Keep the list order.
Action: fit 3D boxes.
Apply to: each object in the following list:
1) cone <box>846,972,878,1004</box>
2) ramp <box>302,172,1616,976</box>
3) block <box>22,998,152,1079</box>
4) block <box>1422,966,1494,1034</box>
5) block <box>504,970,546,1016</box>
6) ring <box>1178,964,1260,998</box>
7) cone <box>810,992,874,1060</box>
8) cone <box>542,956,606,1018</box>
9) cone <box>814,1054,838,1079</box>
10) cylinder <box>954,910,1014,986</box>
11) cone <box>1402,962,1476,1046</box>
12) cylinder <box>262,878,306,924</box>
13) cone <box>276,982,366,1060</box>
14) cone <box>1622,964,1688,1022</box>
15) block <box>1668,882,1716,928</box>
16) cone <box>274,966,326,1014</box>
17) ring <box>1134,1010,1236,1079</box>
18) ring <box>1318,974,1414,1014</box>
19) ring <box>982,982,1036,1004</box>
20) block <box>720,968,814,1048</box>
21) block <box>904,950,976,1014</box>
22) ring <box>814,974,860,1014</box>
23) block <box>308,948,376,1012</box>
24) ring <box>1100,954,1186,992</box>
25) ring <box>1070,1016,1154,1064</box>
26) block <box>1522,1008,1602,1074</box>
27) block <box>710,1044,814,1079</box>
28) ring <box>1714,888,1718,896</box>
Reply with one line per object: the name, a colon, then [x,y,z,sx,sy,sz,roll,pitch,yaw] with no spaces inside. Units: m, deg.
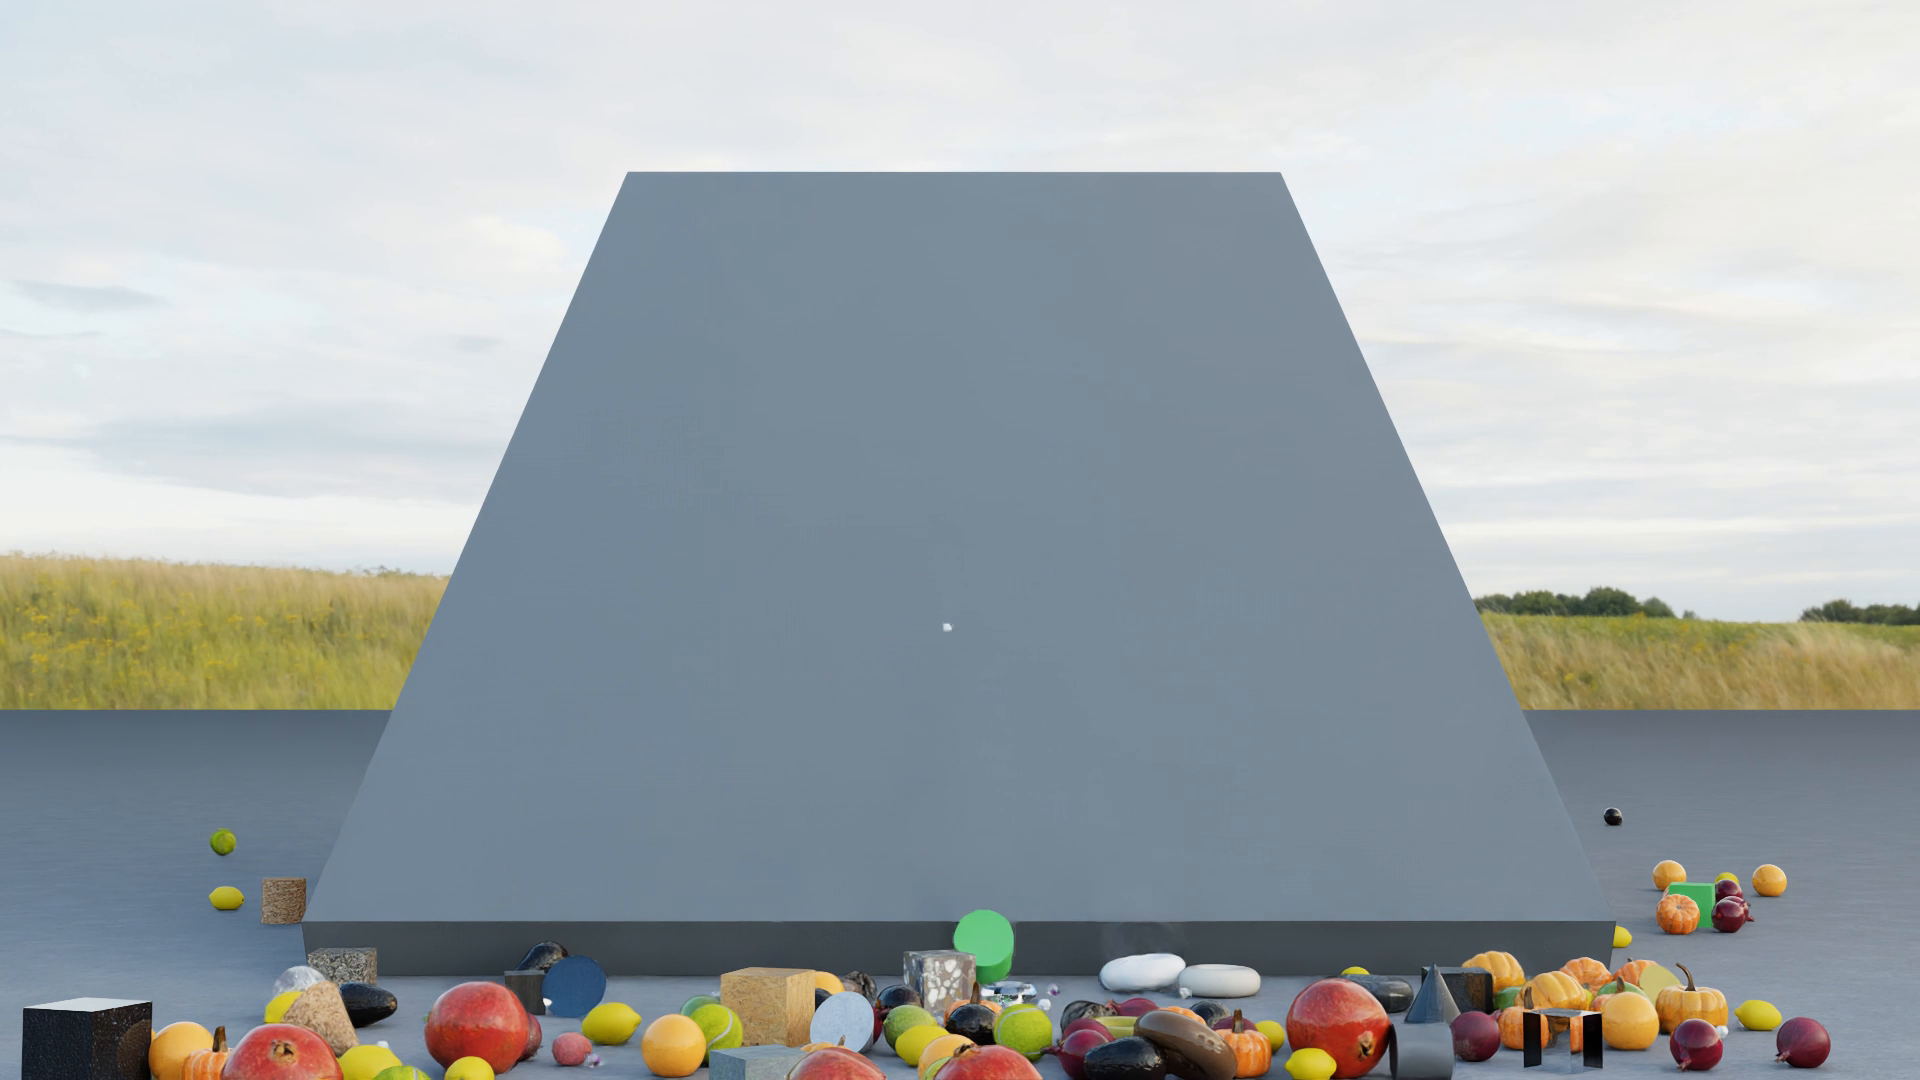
cone: [-0.149,0.634,3.261,0.053,0.053,0.053,2,-31,-27]
ramp: [-0.009,-0.229,5.395,2.000,0.100,4.000,0,25,0]
block: [-0.943,0.549,2.534,0.093,0.093,0.093,-2,-4,21]
block: [0.637,0.590,3.006,0.076,0.076,0.076,0,-4,1]
block: [-0.589,0.613,3.173,0.054,0.054,0.054,1,-4,-12]
ring: [0.372,0.634,3.374,0.118,0.039,0.118,1,-4,0]
cone: [-0.122,0.595,2.805,0.085,0.085,0.085,-2,-31,27]
cone: [-0.513,0.620,3.178,0.088,0.088,0.088,0,-31,7]
cone: [-0.161,0.575,2.434,0.060,0.060,0.060,-27,7,-23]
cylinder: [0.034,0.595,3.419,0.086,0.086,0.086,0,-29,0]
cone: [0.589,0.572,2.912,0.098,0.098,0.098,0,-4,0]
cylinder: [-1.296,0.691,4.495,0.082,0.082,0.082,0,-4,0]
cone: [-0.738,0.590,2.778,0.097,0.097,0.097,27,8,24]
cone: [0.909,0.618,3.120,0.080,0.080,0.080,3,-31,-32]
block: [1.384,0.689,4.433,0.077,0.077,0.077,-2,-4,22]
cone: [-0.890,0.620,3.138,0.076,0.076,0.076,2,-32,-31]
ring: [0.247,0.557,2.570,0.122,0.041,0.122,24,-25,12]
ring: [0.555,0.621,3.211,0.131,0.044,0.131,1,-4,0]
ring: [0.069,0.635,3.287,0.078,0.026,0.078,-1,-3,0]
block: [-0.236,0.576,2.890,0.087,0.087,0.087,-1,-4,20]
block: [-0.028,0.605,3.214,0.076,0.076,0.076,2,-4,-23]
ring: [-0.202,0.617,3.170,0.141,0.047,0.141,1,-4,0]
block: [-0.848,0.604,3.219,0.079,0.079,0.079,0,-4,-4]
ring: [0.268,0.632,3.427,0.126,0.042,0.126,-6,-5,0]
ring: [0.192,0.591,2.775,0.128,0.043,0.128,1,-3,0]
block: [0.692,0.575,2.693,0.063,0.063,0.063,4,-5,-42]
block: [-0.195,0.541,2.304,0.076,0.076,0.076,3,-5,-33]
ring: [1.545,0.746,4.945,0.103,0.034,0.103,-1,-4,0]
